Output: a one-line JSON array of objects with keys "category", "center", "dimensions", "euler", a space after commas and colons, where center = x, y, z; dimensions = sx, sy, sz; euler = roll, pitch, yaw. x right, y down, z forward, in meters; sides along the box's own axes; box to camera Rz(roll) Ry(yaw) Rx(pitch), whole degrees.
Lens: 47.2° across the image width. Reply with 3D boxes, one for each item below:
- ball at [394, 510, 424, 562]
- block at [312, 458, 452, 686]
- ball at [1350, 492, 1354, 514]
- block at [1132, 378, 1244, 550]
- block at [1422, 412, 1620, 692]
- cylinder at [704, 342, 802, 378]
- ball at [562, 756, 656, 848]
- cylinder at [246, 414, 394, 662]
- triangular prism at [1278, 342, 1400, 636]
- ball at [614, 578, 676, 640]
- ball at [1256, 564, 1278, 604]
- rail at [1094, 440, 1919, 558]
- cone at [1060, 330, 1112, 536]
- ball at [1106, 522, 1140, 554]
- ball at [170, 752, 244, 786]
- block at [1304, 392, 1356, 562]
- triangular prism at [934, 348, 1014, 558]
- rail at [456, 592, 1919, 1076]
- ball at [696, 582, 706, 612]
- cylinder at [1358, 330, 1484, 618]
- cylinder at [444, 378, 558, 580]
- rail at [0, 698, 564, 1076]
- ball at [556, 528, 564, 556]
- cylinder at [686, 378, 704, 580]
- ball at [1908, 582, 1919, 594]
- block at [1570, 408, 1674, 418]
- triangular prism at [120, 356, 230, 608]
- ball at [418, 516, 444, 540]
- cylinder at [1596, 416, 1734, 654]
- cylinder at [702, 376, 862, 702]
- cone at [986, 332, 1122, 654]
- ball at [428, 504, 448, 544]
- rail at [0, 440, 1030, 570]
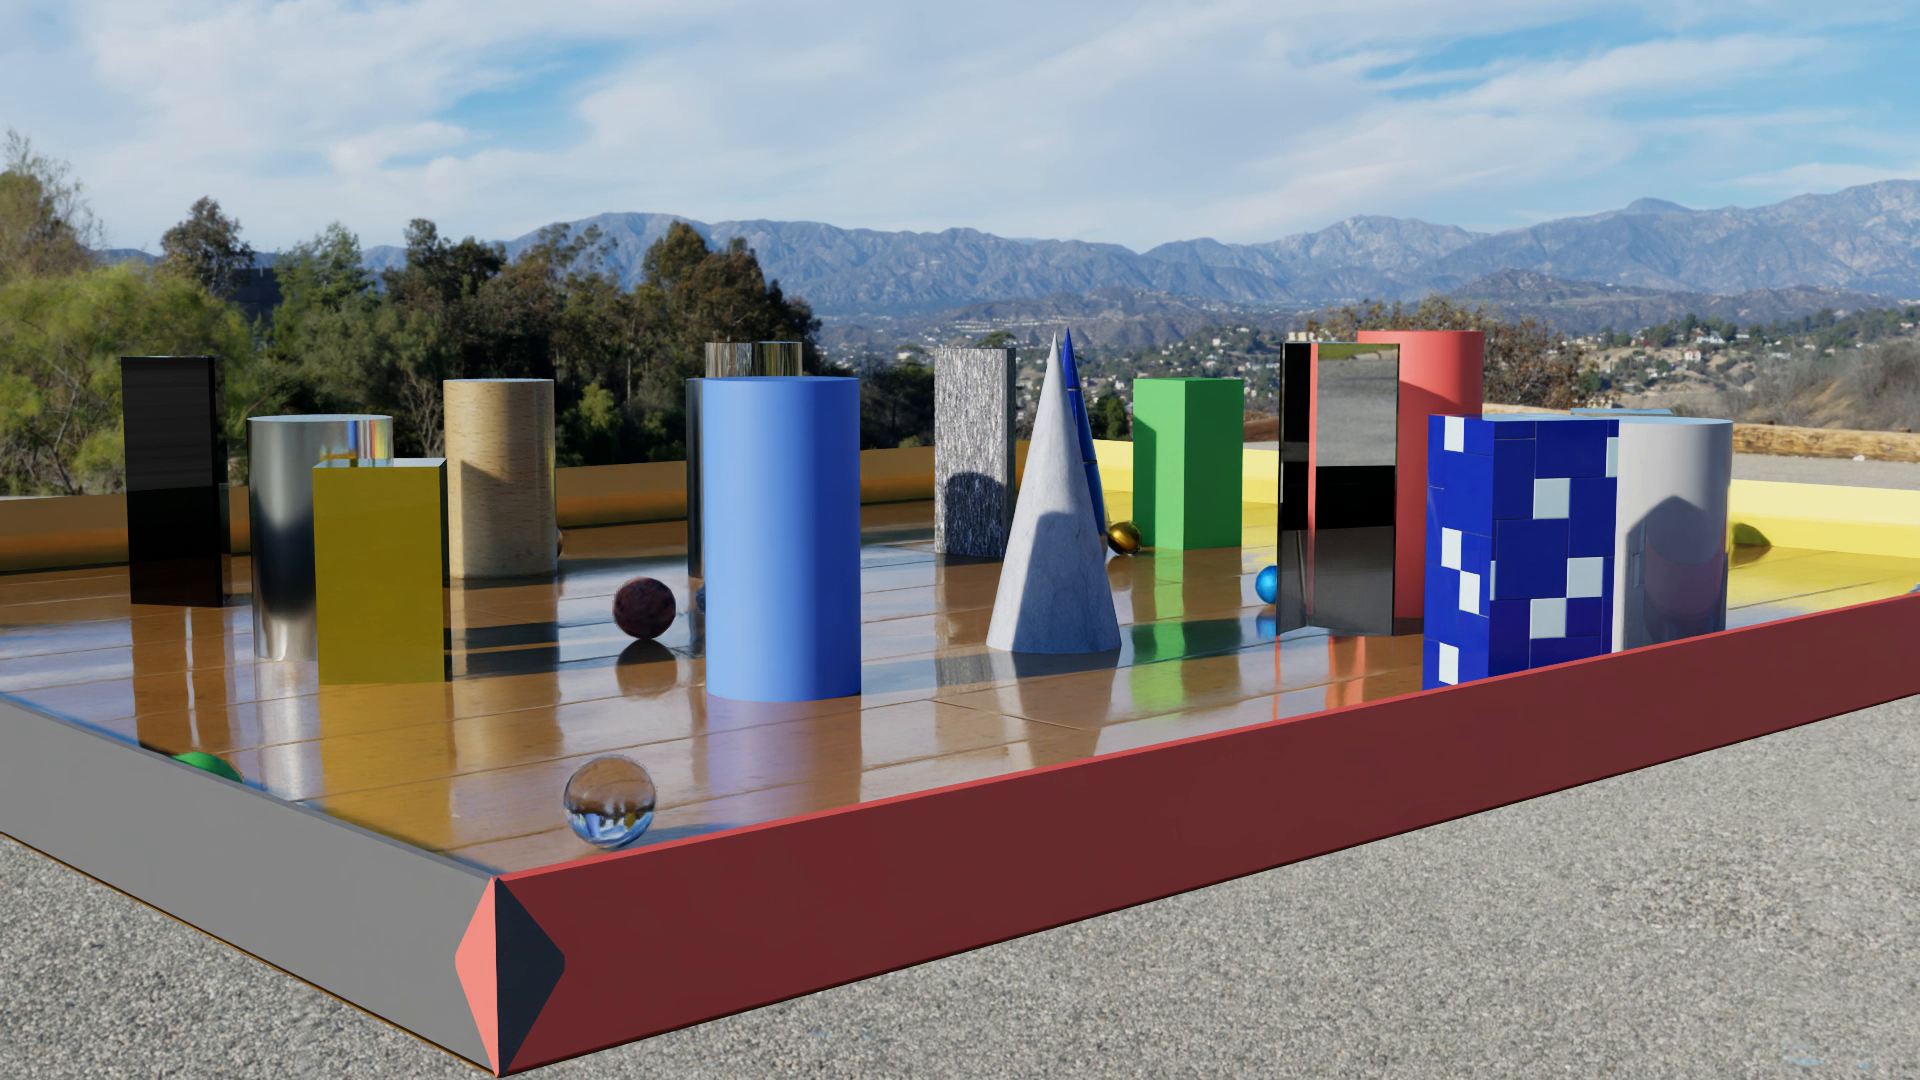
[{"category": "ball", "center": [-0.980, -0.008, 3.826], "dimensions": [0.090, 0.090, 0.090], "euler": [0, 6, 0]}, {"category": "block", "center": [-0.693, 0.035, 2.649], "dimensions": [0.144, 0.256, 0.144], "euler": [-1, 6, -9]}, {"category": "ball", "center": [0.837, -0.075, 4.498], "dimensions": [0.080, 0.080, 0.080], "euler": [0, 6, 0]}, {"category": "block", "center": [0.422, -0.145, 4.081], "dimensions": [0.144, 0.308, 0.144], "euler": [-4, 7, -35]}, {"category": "block", "center": [0.597, 0.031, 2.354], "dimensions": [0.144, 0.326, 0.144], "euler": [-2, 6, -15]}, {"category": "cylinder", "center": [-0.381, -0.178, 4.071], "dimensions": [0.180, 0.375, 0.180], "euler": [0, 6, 0]}, {"category": "ball", "center": [-0.288, 0.215, 1.807], "dimensions": [0.076, 0.076, 0.076], "euler": [0, 6, 0]}, {"category": "cylinder", "center": [-0.818, -0.007, 2.827], "dimensions": [0.180, 0.300, 0.180], "euler": [0, 6, 0]}, {"category": "triangular prism", "center": [0.507, -0.073, 3.011], "dimensions": [0.156, 0.394, 0.135], "euler": [0, 6, 1]}, {"category": "ball", "center": [-0.420, 0.091, 2.934], "dimensions": [0.083, 0.083, 0.083], "euler": [0, 6, 0]}, {"category": "ball", "center": [0.470, 0.066, 3.276], "dimensions": [0.059, 0.059, 0.059], "euler": [0, 6, 0]}, {"category": "rail", "center": [1.164, -0.084, 4.400], "dimensions": [0.045, 0.117, 2.698], "euler": [-6, 8, -42]}, {"category": "cone", "center": [0.210, -0.216, 4.296], "dimensions": [0.180, 0.404, 0.180], "euler": [0, 6, 0]}, {"category": "ball", "center": [0.292, -0.003, 3.930], "dimensions": [0.059, 0.059, 0.059], "euler": [0, 6, 0]}, {"category": "ball", "center": [-0.626, 0.214, 1.798], "dimensions": [0.081, 0.081, 0.081], "euler": [0, 6, 0]}, {"category": "block", "center": [0.706, -0.113, 3.875], "dimensions": [0.144, 0.289, 0.144], "euler": [4, 7, 35]}, {"category": "triangular prism", "center": [0.057, -0.162, 3.964], "dimensions": [0.156, 0.367, 0.135], "euler": [5, 8, 37]}, {"category": "rail", "center": [0.899, 0.134, 2.364], "dimensions": [3.214, 0.117, 0.045], "euler": [-6, 8, -42]}, {"category": "ball", "center": [-0.355, 0.082, 3.167], "dimensions": [0.052, 0.052, 0.052], "euler": [0, 6, 0]}, {"category": "cylinder", "center": [0.667, -0.100, 3.205], "dimensions": [0.180, 0.406, 0.180], "euler": [0, 6, 0]}, {"category": "cylinder", "center": [-0.762, -0.105, 3.652], "dimensions": [0.180, 0.320, 0.180], "euler": [0, 6, 0]}, {"category": "rail", "center": [-1.164, 0.145, 2.265], "dimensions": [0.045, 0.117, 2.698], "euler": [-6, 8, -42]}, {"category": "ball", "center": [-0.720, 0.005, 3.798], "dimensions": [0.071, 0.071, 0.071], "euler": [0, 6, 0]}, {"category": "cylinder", "center": [-0.361, -0.104, 3.629], "dimensions": [0.180, 0.323, 0.180], "euler": [0, 6, 0]}, {"category": "ball", "center": [1.337, 0.088, 3.019], "dimensions": [0.070, 0.070, 0.070], "euler": [0, 6, 0]}, {"category": "block", "center": [0.988, -0.051, 3.306], "dimensions": [0.144, 0.286, 0.144], "euler": [2, 6, 15]}, {"category": "triangular prism", "center": [-1.146, -0.092, 3.310], "dimensions": [0.156, 0.368, 0.135], "euler": [2, 6, 17]}, {"category": "ball", "center": [-1.004, -0.023, 4.172], "dimensions": [0.047, 0.047, 0.047], "euler": [0, 6, 0]}, {"category": "cylinder", "center": [0.830, 0.009, 2.647], "dimensions": [0.180, 0.307, 0.180], "euler": [0, 6, 0]}, {"category": "cylinder", "center": [-0.205, -0.006, 2.543], "dimensions": [0.180, 0.360, 0.180], "euler": [0, 6, 0]}, {"category": "cone", "center": [0.124, -0.068, 2.883], "dimensions": [0.180, 0.411, 0.180], "euler": [0, 6, 0]}, {"category": "ball", "center": [-0.956, -0.030, 4.105], "dimensions": [0.074, 0.074, 0.074], "euler": [0, 6, 0]}, {"category": "rail", "center": [-0.899, -0.073, 4.301], "dimensions": [3.214, 0.117, 0.045], "euler": [-6, 8, -42]}]
